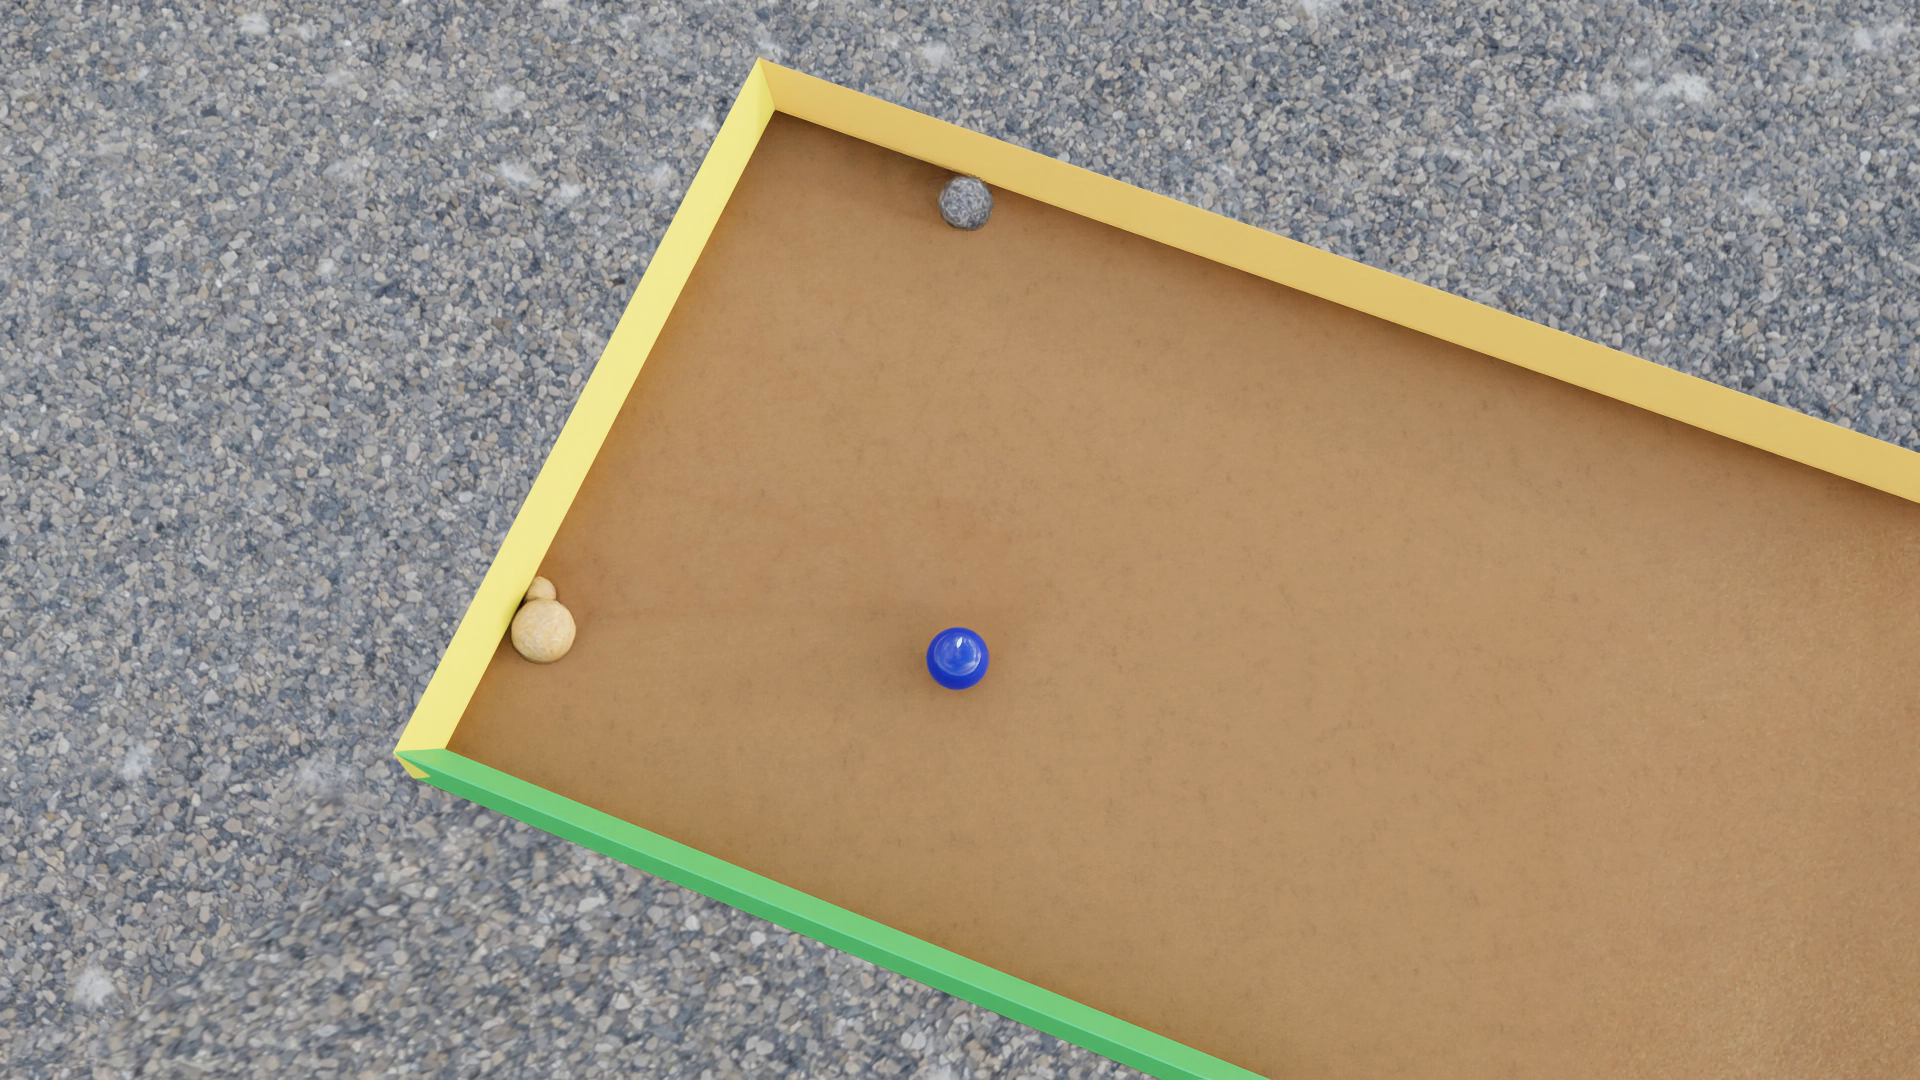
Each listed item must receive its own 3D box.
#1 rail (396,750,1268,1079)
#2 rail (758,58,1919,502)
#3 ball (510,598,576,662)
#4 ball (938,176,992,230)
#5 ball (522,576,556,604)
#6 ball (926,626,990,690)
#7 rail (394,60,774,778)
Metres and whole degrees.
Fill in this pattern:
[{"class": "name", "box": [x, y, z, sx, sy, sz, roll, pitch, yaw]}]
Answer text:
[{"class": "rail", "box": [0.354, 0.763, 3.157, 2.569, 0.129, 0.045, 20, 68, 8]}, {"class": "rail", "box": [0.837, -0.340, 3.626, 2.569, 0.129, 0.045, 20, 68, 8]}, {"class": "ball", "box": [-0.651, 0.142, 3.438, 0.100, 0.100, 0.100, 0, 67, 0]}, {"class": "ball", "box": [0.008, -0.575, 3.748, 0.091, 0.091, 0.091, 0, 67, 0]}, {"class": "ball", "box": [-0.668, 0.085, 3.487, 0.054, 0.054, 0.054, 0, 67, 0]}, {"class": "ball", "box": [-0.004, 0.184, 3.420, 0.099, 0.099, 0.099, 0, 67, 0]}, {"class": "rail", "box": [-0.574, -0.222, 3.576, 0.045, 0.129, 1.339, 20, 68, 8]}]
